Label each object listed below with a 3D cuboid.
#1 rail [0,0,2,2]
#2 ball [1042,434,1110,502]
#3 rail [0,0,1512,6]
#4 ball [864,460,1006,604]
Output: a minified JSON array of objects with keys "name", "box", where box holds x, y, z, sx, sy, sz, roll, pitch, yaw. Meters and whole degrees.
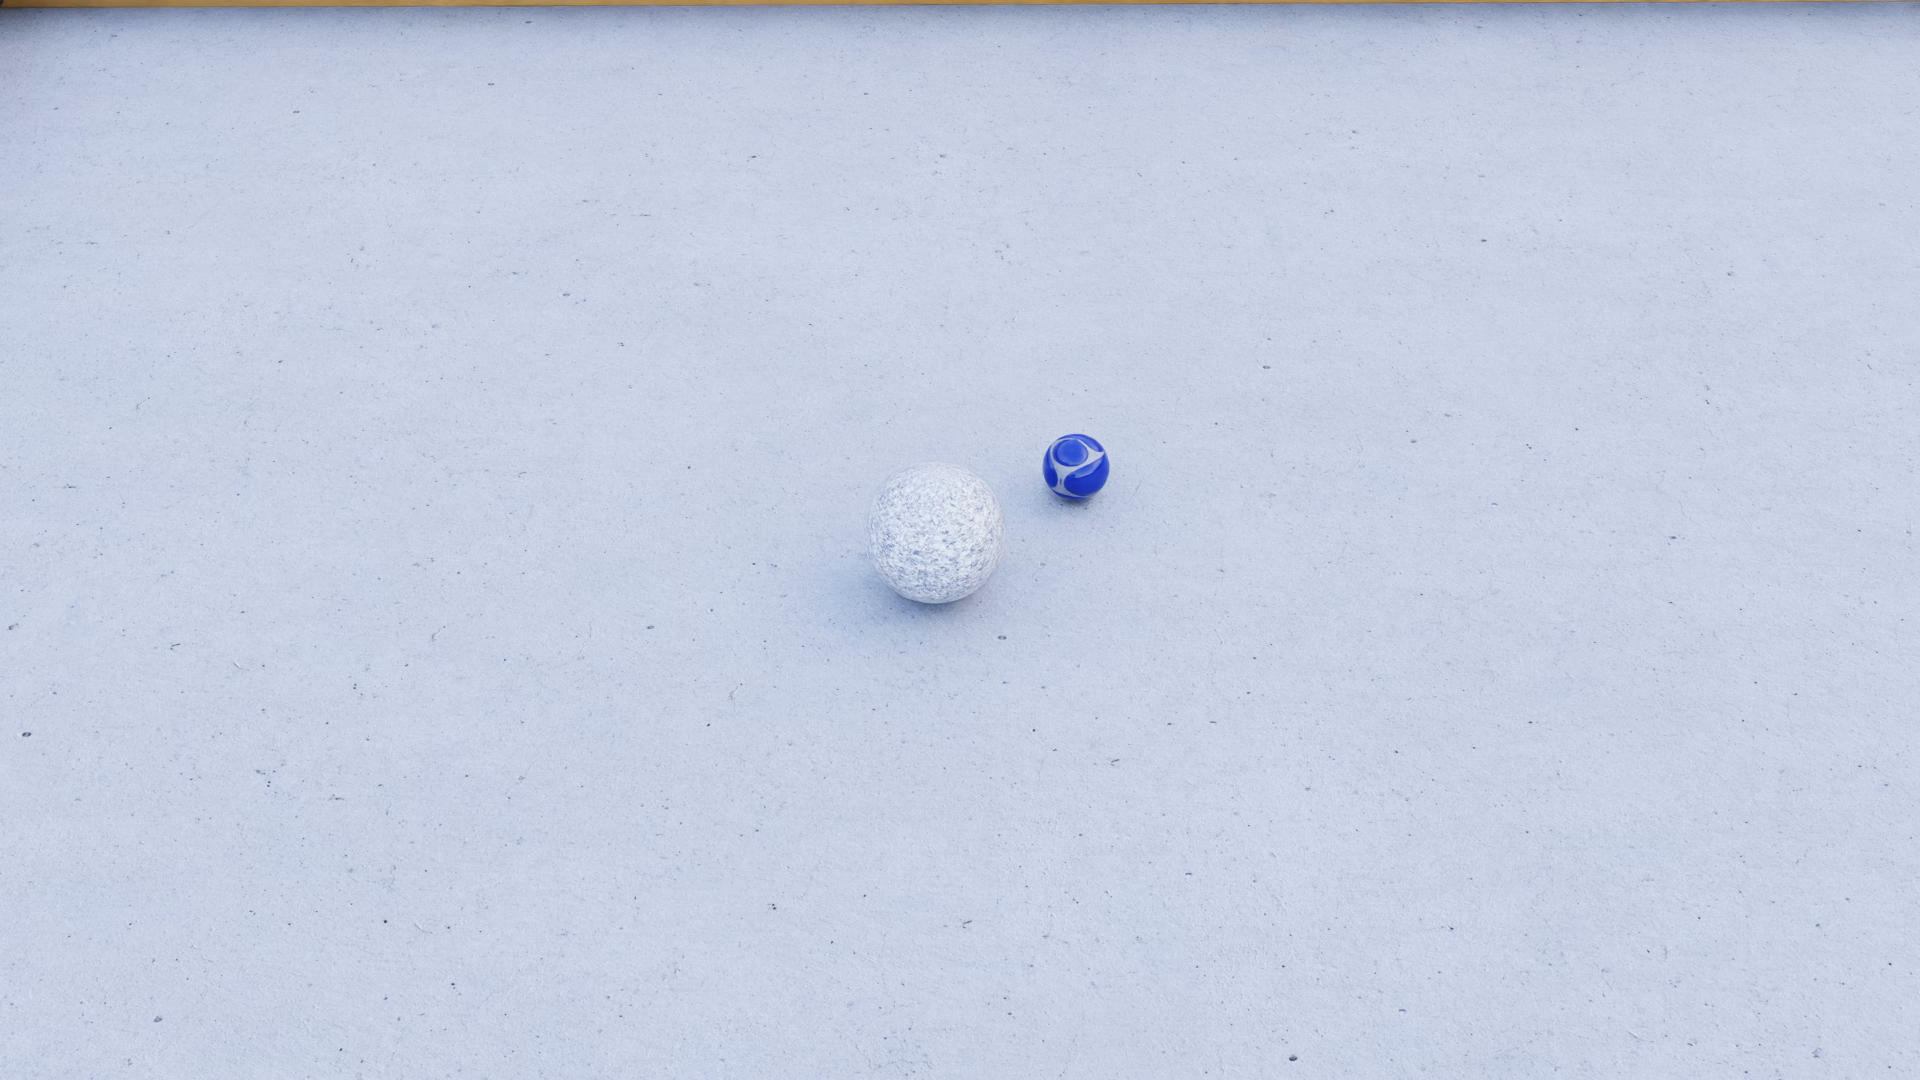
[{"name":"rail","box":[-0.867,-0.017,1.632,0.045,0.119,1.799,0,36,0]},{"name":"ball","box":[0.079,-0.049,1.739,0.046,0.046,0.046,0,36,0]},{"name":"rail","box":[0.884,-0.541,2.350,3.563,0.119,0.045,0,36,0]},{"name":"ball","box":[-0.016,-0.005,1.640,0.092,0.092,0.092,0,36,0]}]
